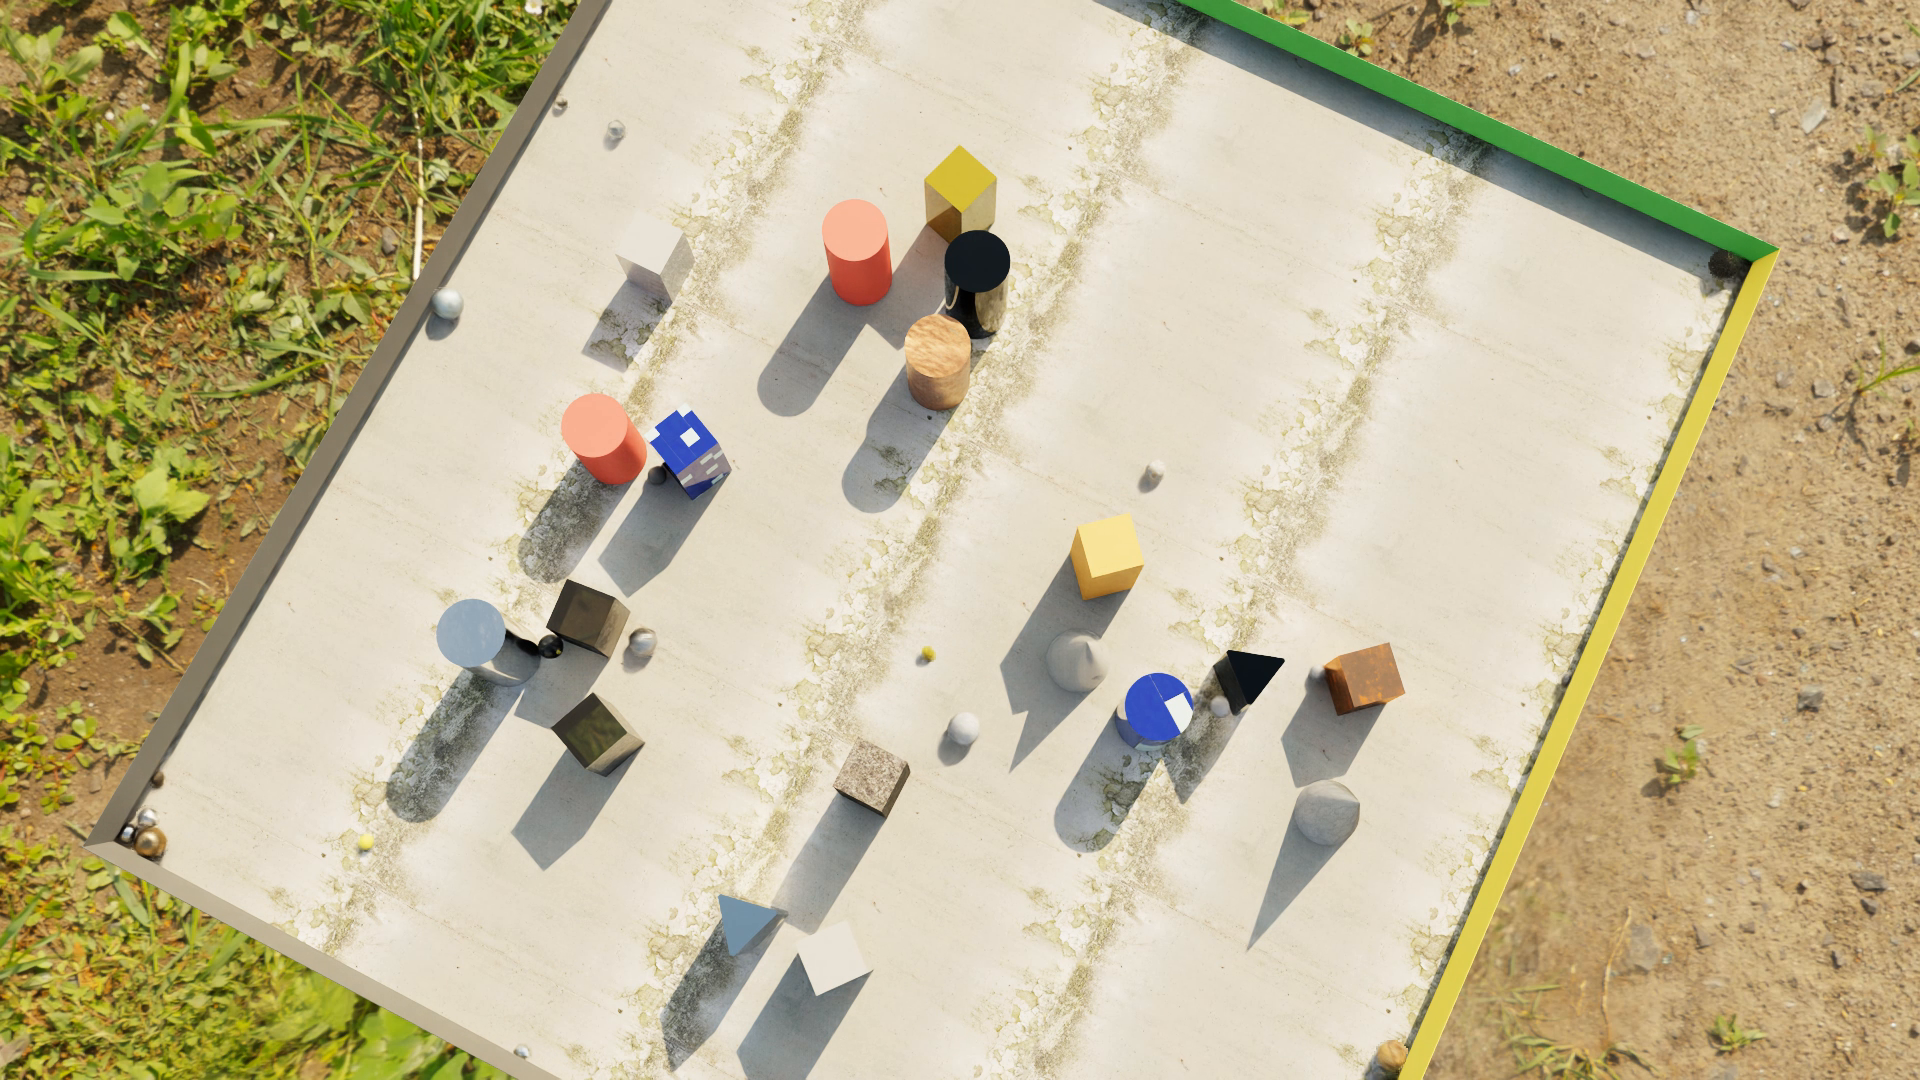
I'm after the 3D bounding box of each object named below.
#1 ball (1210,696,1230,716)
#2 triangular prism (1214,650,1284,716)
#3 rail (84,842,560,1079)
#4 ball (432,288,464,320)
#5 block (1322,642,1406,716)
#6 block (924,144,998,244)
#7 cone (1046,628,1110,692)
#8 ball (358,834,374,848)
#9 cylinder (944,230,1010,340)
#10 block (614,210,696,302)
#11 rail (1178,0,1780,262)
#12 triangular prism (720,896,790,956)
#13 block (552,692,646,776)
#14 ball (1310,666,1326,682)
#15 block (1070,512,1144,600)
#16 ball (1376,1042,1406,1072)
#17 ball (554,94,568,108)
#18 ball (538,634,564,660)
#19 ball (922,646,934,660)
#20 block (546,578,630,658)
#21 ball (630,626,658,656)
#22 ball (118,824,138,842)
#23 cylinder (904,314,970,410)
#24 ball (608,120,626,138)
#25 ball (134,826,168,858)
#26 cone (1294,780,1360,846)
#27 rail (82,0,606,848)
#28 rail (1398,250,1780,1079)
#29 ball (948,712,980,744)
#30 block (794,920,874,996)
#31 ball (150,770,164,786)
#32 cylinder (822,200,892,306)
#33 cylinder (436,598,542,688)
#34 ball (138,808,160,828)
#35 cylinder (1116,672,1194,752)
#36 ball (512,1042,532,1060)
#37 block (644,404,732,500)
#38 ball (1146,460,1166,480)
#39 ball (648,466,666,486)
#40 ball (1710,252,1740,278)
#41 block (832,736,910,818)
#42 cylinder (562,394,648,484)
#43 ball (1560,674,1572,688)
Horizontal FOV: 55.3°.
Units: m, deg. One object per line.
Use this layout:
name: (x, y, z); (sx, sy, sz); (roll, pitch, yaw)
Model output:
ball: (0.778, 0.495, 5.484); (0.059, 0.059, 0.059); (0, 78, 0)
triangular prism: (0.822, 0.391, 5.387); (0.145, 0.291, 0.168); (38, 81, 7)
rail: (-0.864, 1.699, 5.200); (3.730, 0.126, 0.045); (26, 80, 5)
ball: (-1.598, -0.738, 5.720); (0.097, 0.097, 0.097); (0, 78, 0)
block: (1.190, 0.413, 5.409); (0.155, 0.239, 0.155); (-15, 79, -3)
block: (0.002, -1.045, 5.653); (0.155, 0.353, 0.155); (43, 81, 8)
cone: (0.358, 0.325, 5.353); (0.194, 0.384, 0.194); (0, 78, 0)
ball: (-1.752, 0.890, 5.410); (0.044, 0.044, 0.044); (0, 78, 0)
cylinder: (0.051, -0.768, 5.552); (0.194, 0.437, 0.194); (0, 78, 0)
block: (-0.939, -0.874, 5.665); (0.155, 0.258, 0.155); (26, 79, 5)
rail: (0.864, -1.685, 5.900); (3.730, 0.126, 0.045); (26, 80, 5)
triangular prism: (-0.613, 1.065, 5.207); (0.168, 0.370, 0.145); (-43, 81, -8)
block: (-1.051, 0.570, 5.342); (0.155, 0.307, 0.155); (-41, 81, -8)
ball: (1.076, 0.401, 5.509); (0.048, 0.048, 0.048); (0, 78, 0)
block: (0.430, 0.053, 5.409); (0.155, 0.385, 0.155); (-14, 79, -3)
ball: (1.240, 1.484, 5.267); (0.082, 0.082, 0.082); (0, 78, 0)
ball: (-1.279, -1.409, 5.886); (0.043, 0.043, 0.043); (0, 78, 0)
ball: (-1.230, 0.320, 5.511); (0.076, 0.076, 0.076); (0, 78, 0)
ball: (-0.097, 0.339, 5.525); (0.042, 0.042, 0.042); (0, 78, 0)
block: (-1.101, 0.236, 5.439); (0.155, 0.251, 0.155); (21, 79, 4)
ball: (-0.952, 0.304, 5.510); (0.085, 0.085, 0.085); (0, 78, 0)
ball: (-2.455, 0.864, 5.410); (0.055, 0.055, 0.055); (0, 78, 0)
cylinder: (-0.066, -0.533, 5.543); (0.194, 0.360, 0.194); (0, 78, 0)
ball: (-1.098, -1.313, 5.859); (0.057, 0.057, 0.057); (0, 78, 0)
ball: (-2.380, 0.889, 5.386); (0.091, 0.091, 0.091); (0, 78, 0)
cone: (1.092, 0.763, 5.224); (0.194, 0.460, 0.194); (0, 78, 0)
rail: (-1.647, -0.800, 5.717); (0.045, 0.126, 3.911); (26, 80, 5)
rail: (1.647, 0.813, 5.383); (0.045, 0.126, 3.911); (26, 80, 5)
ball: (0.013, 0.560, 5.451); (0.096, 0.096, 0.096); (0, 78, 0)
block: (-0.353, 1.180, 5.196); (0.155, 0.345, 0.155); (-23, 79, -5)
ball: (-2.387, 0.707, 5.448); (0.043, 0.043, 0.043); (0, 78, 0)
cylinder: (-0.310, -0.873, 5.593); (0.194, 0.400, 0.194); (0, 78, 0)
cylinder: (-1.363, 0.304, 5.325); (0.194, 0.447, 0.194); (0, 78, 0)
ball: (-2.396, 0.820, 5.416); (0.061, 0.061, 0.061); (0, 78, 0)
cylinder: (0.562, 0.504, 5.343); (0.194, 0.332, 0.194); (0, 78, 0)
ball: (-1.262, 1.476, 5.283); (0.054, 0.054, 0.054); (0, 78, 0)
block: (-0.812, -0.260, 5.498); (0.155, 0.337, 0.155); (-39, 81, -7)
ball: (0.600, -0.215, 5.629); (0.063, 0.063, 0.063); (0, 78, 0)
ball: (-0.930, -0.198, 5.628); (0.059, 0.059, 0.059); (0, 78, 0)
ball: (2.401, -0.863, 5.753); (0.083, 0.083, 0.083); (0, 78, 0)
block: (-0.251, 0.688, 5.281); (0.155, 0.379, 0.155); (27, 80, 5)
cylinder: (-1.065, -0.300, 5.504); (0.194, 0.342, 0.194); (0, 78, 0)
ball: (1.827, 0.423, 5.507); (0.043, 0.043, 0.043); (0, 78, 0)
